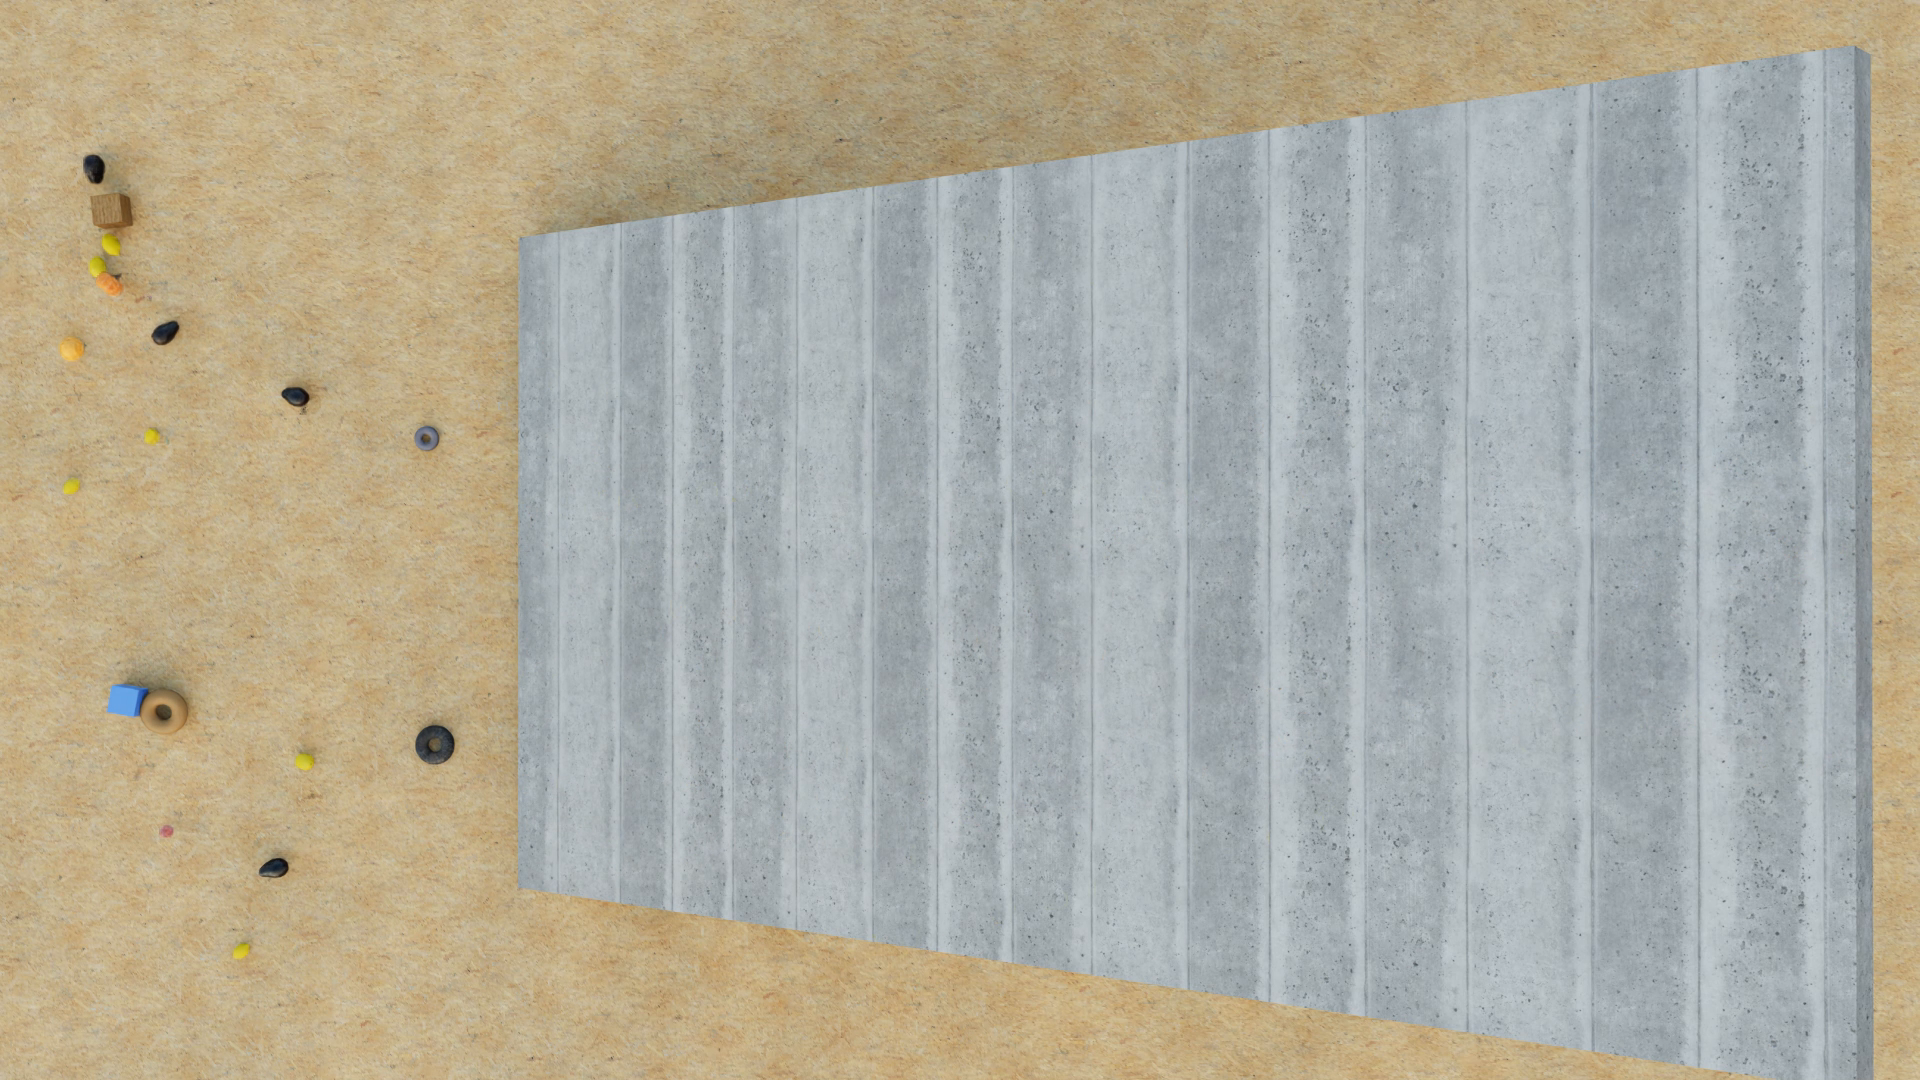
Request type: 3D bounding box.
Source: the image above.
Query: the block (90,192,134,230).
[{"bbox_3d":[-2.625,-1.018,6.806,0.090,0.090,0.090,-7,90,0],"label":"block"}]

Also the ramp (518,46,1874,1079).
[{"bbox_3d":[0.208,0.061,5.524,4.000,0.100,2.000,0,90,40],"label":"ramp"}]

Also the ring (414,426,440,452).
[{"bbox_3d":[-1.657,-0.315,6.833,0.078,0.026,0.078,0,91,1],"label":"ring"}]

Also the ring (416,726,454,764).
[{"bbox_3d":[-1.628,0.636,6.820,0.123,0.041,0.123,0,90,1],"label":"ring"}]

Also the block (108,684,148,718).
[{"bbox_3d":[-2.573,0.496,6.799,0.084,0.084,0.084,10,90,0],"label":"block"}]

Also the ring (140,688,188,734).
[{"bbox_3d":[-2.465,0.531,6.809,0.146,0.049,0.146,-1,102,-2],"label":"ring"}]
